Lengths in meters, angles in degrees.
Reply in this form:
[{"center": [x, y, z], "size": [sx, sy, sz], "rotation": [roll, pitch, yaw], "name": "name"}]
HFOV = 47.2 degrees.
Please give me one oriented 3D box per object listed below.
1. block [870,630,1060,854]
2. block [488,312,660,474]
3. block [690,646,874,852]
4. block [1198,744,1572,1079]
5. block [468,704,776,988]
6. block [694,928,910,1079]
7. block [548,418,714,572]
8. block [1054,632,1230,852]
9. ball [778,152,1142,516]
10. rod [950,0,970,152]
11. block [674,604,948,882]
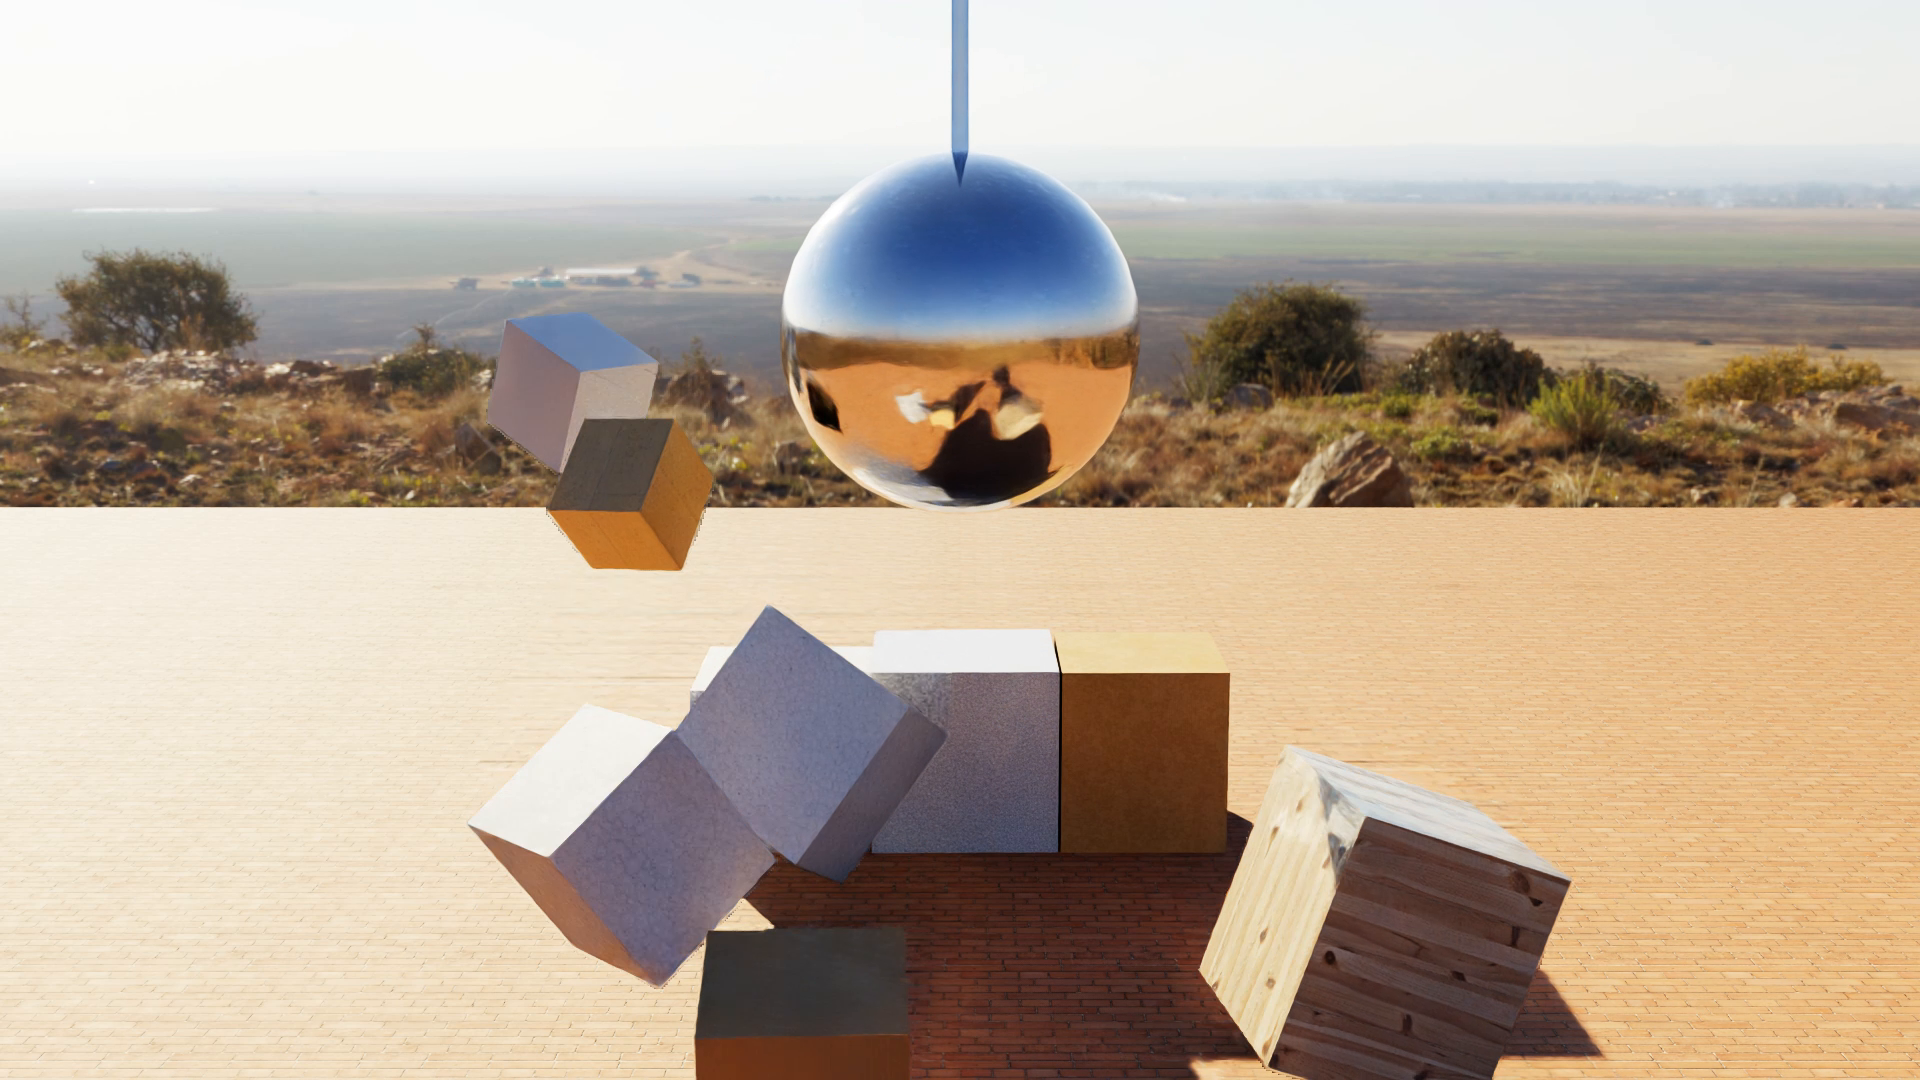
[{"center": [0.018, 1.020, 11.367], "size": [0.930, 0.926, 0.959], "rotation": [0, 10, -1], "name": "block"}, {"center": [-1.874, -0.721, 10.636], "size": [0.578, 0.536, 0.477], "rotation": [34, 30, 32], "name": "block"}, {"center": [-0.895, 1.066, 11.382], "size": [0.877, 0.830, 0.957], "rotation": [0, 10, 0], "name": "block"}, {"center": [1.557, 1.454, 8.243], "size": [0.821, 0.968, 0.939], "rotation": [18, 7, -12], "name": "block"}, {"center": [-1.219, 1.088, 7.930], "size": [0.621, 0.675, 0.642], "rotation": [-47, 30, -24], "name": "block"}, {"center": [-0.520, 1.796, 7.424], "size": [0.681, 0.708, 0.677], "rotation": [0, 20, -3], "name": "block"}, {"center": [-1.461, -0.203, 9.820], "size": [0.461, 0.504, 0.455], "rotation": [1, -34, 22], "name": "block"}, {"center": [0.916, 1.026, 11.348], "size": [0.826, 0.921, 0.908], "rotation": [0, 10, 0], "name": "block"}, {"center": [0.000, -0.909, 9.733], "size": [1.600, 1.600, 1.600], "rotation": [0, 10, 0], "name": "ball"}, {"center": [0.000, -4.307, 9.841], "size": [0.080, 5.200, 0.080], "rotation": [0, -2, 0], "name": "rod"}, {"center": [-0.721, 0.960, 10.281], "size": [0.847, 0.868, 0.746], "rotation": [34, -5, 19], "name": "block"}]
